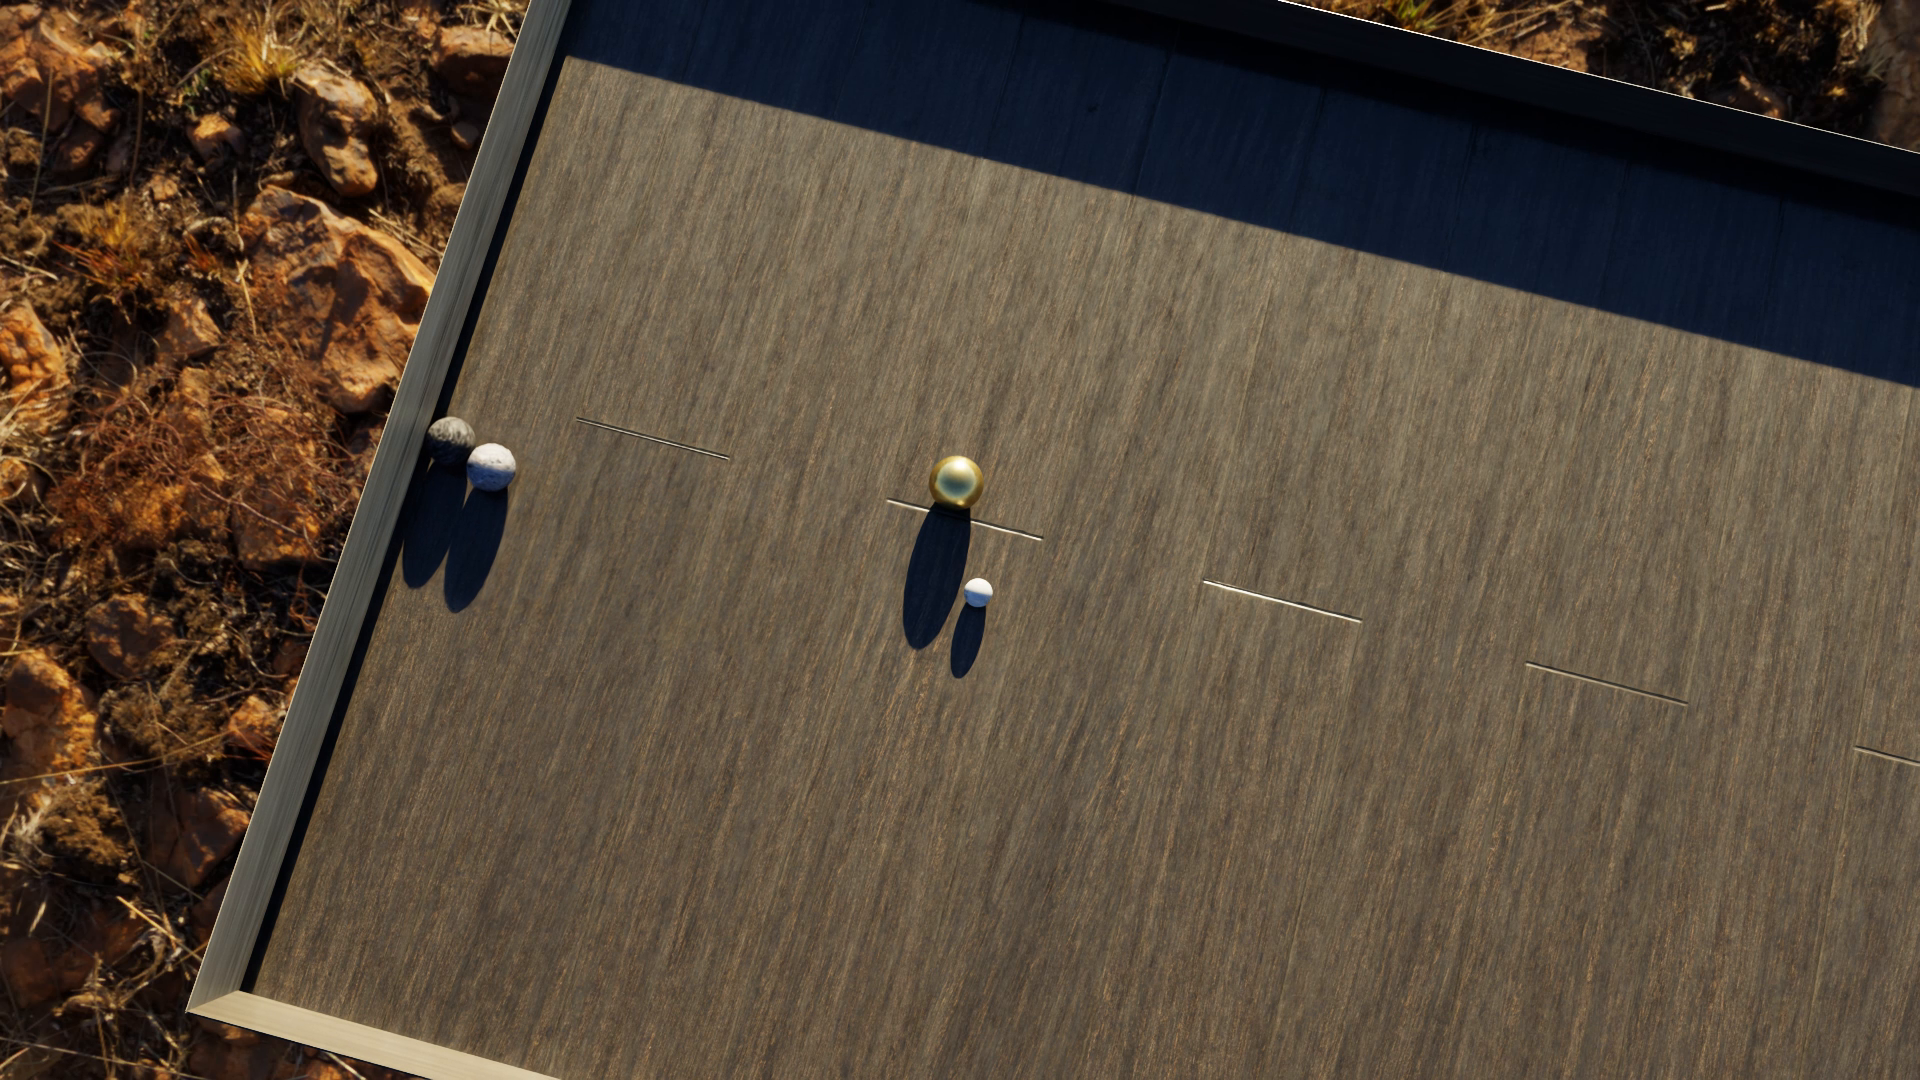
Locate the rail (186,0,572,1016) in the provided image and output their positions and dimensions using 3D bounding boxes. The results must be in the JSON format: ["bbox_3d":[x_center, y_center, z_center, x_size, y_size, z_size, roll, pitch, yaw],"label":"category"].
[{"bbox_3d":[-0.822,-0.217,3.362,0.045,0.109,1.916,14,77,4],"label":"rail"}]

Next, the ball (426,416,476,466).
[{"bbox_3d":[-0.779,-0.151,3.364,0.076,0.076,0.076,0,76,0],"label":"ball"}]

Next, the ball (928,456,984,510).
[{"bbox_3d":[-0.006,-0.086,3.344,0.084,0.084,0.084,0,76,0],"label":"ball"}]

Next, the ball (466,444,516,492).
[{"bbox_3d":[-0.715,-0.111,3.355,0.074,0.074,0.074,0,76,0],"label":"ball"}]

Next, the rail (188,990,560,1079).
[{"bbox_3d":[0.605,1.089,3.041,3.494,0.109,0.045,14,77,4],"label":"rail"}]

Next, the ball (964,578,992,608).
[{"bbox_3d":[0.027,0.080,3.324,0.044,0.044,0.044,0,76,0],"label":"ball"}]

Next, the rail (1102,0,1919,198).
[{"bbox_3d":[1.084,-0.665,3.472,3.494,0.109,0.045,14,77,4],"label":"rail"}]
